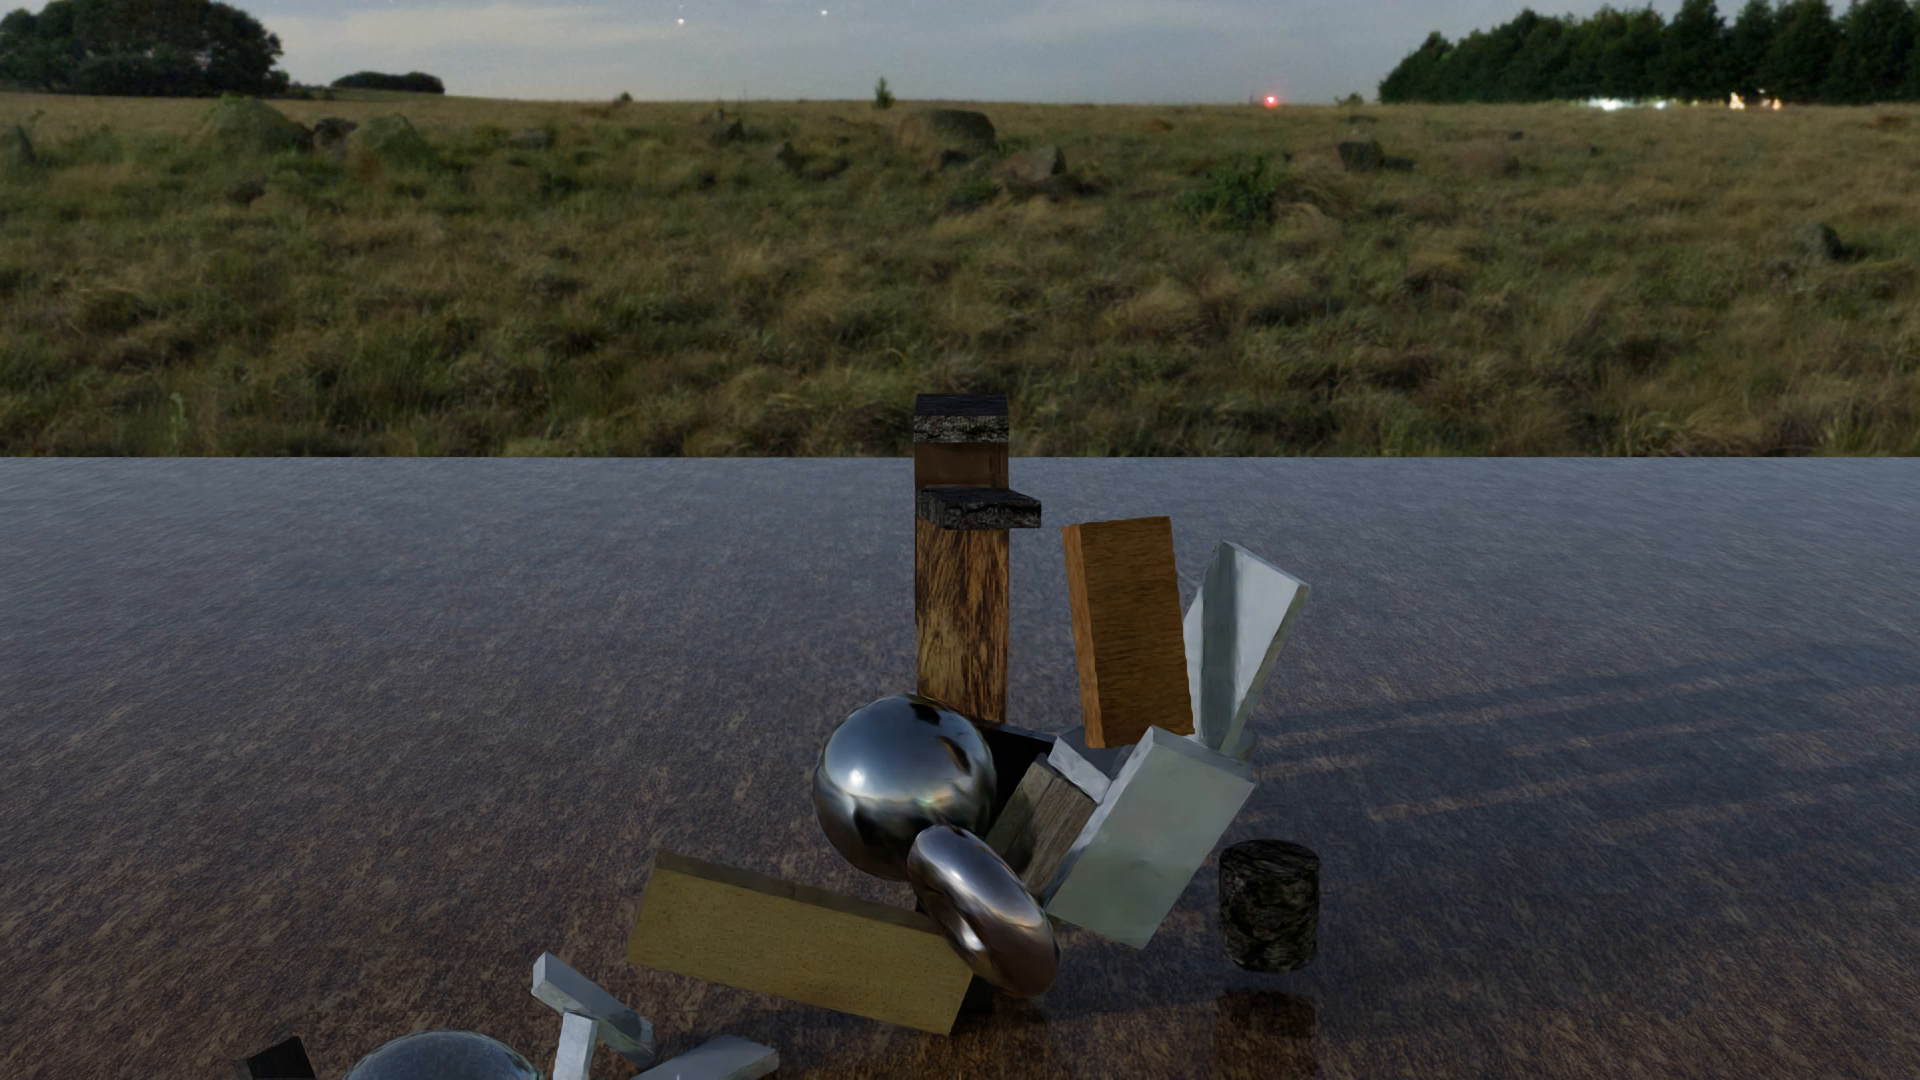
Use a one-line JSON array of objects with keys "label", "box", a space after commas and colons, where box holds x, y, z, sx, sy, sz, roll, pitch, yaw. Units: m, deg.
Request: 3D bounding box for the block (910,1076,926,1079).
[{"label": "block", "box": [-0.076, 0.729, 2.881, 0.098, 0.014, 0.049, -8, 13, -37]}]

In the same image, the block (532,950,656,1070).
[{"label": "block", "box": [-0.497, 0.640, 2.995, 0.190, 0.027, 0.095, 39, 4, -16]}]

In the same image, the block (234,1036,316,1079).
[{"label": "block", "box": [-0.771, 0.665, 2.541, 0.023, 0.164, 0.082, -25, -4, 29]}]

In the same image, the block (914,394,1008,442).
[{"label": "block", "box": [0.002, -0.233, 4.158, 0.172, 0.049, 0.345, 0, 11, 0]}]

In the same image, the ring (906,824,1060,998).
[{"label": "ring", "box": [0.030, 0.492, 2.919, 0.089, 0.268, 0.268, -37, 24, -18]}]

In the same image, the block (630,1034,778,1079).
[{"label": "block", "box": [-0.341, 0.713, 2.934, 0.095, 0.027, 0.190, 8, 13, 36]}]

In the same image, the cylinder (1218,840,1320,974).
[{"label": "cylinder", "box": [0.460, 0.545, 3.278, 0.147, 0.147, 0.147, -1, 18, 0]}]

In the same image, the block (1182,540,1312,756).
[{"label": "block", "box": [0.387, 0.161, 3.210, 0.143, 0.285, 0.040, 32, 13, 34]}]

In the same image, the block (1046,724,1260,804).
[{"label": "block", "box": [0.290, 0.313, 3.261, 0.162, 0.046, 0.324, 38, 33, 25]}]

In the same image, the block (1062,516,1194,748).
[{"label": "block", "box": [0.239, 0.129, 3.125, 0.157, 0.315, 0.045, -6, -2, -31]}]

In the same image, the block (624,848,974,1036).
[{"label": "block", "box": [-0.214, 0.558, 3.033, 0.468, 0.158, 0.045, 16, 22, -12]}]

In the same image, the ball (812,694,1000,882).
[{"label": "ball", "box": [-0.079, 0.364, 3.235, 0.275, 0.275, 0.275, 0, 11, 0]}]

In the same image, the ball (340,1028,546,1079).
[{"label": "ball", "box": [-0.516, 0.613, 2.182, 0.252, 0.252, 0.252, 0, 11, 0]}]

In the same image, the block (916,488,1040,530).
[{"label": "block", "box": [0.025, -0.049, 3.353, 0.143, 0.040, 0.285, -1, 6, -9]}]

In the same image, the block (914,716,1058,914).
[{"label": "block", "box": [0.045, 0.450, 3.454, 0.162, 0.324, 0.046, 13, 10, -2]}]

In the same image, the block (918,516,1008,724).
[{"label": "block", "box": [0.004, 0.180, 3.496, 0.143, 0.440, 0.040, 0, 11, -1]}]

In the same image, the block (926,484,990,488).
[{"label": "block", "box": [-0.003, -0.064, 3.888, 0.118, 0.033, 0.236, 0, 10, 0]}]

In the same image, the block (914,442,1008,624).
[{"label": "block", "box": [0.002, -0.018, 4.080, 0.172, 0.345, 0.049, 0, 11, 0]}]

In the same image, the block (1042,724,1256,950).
[{"label": "block", "box": [0.257, 0.412, 3.025, 0.158, 0.315, 0.045, 23, 26, -14]}]

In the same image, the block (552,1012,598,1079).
[{"label": "block", "box": [-0.511, 0.680, 2.917, 0.049, 0.098, 0.014, 7, -5, 33]}]

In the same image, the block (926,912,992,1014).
[{"label": "block", "box": [-0.002, 0.587, 3.165, 0.095, 0.190, 0.027, 0, 12, 0]}]

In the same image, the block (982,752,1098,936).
[{"label": "block", "box": [0.102, 0.488, 3.226, 0.162, 0.324, 0.046, 33, 20, 7]}]
